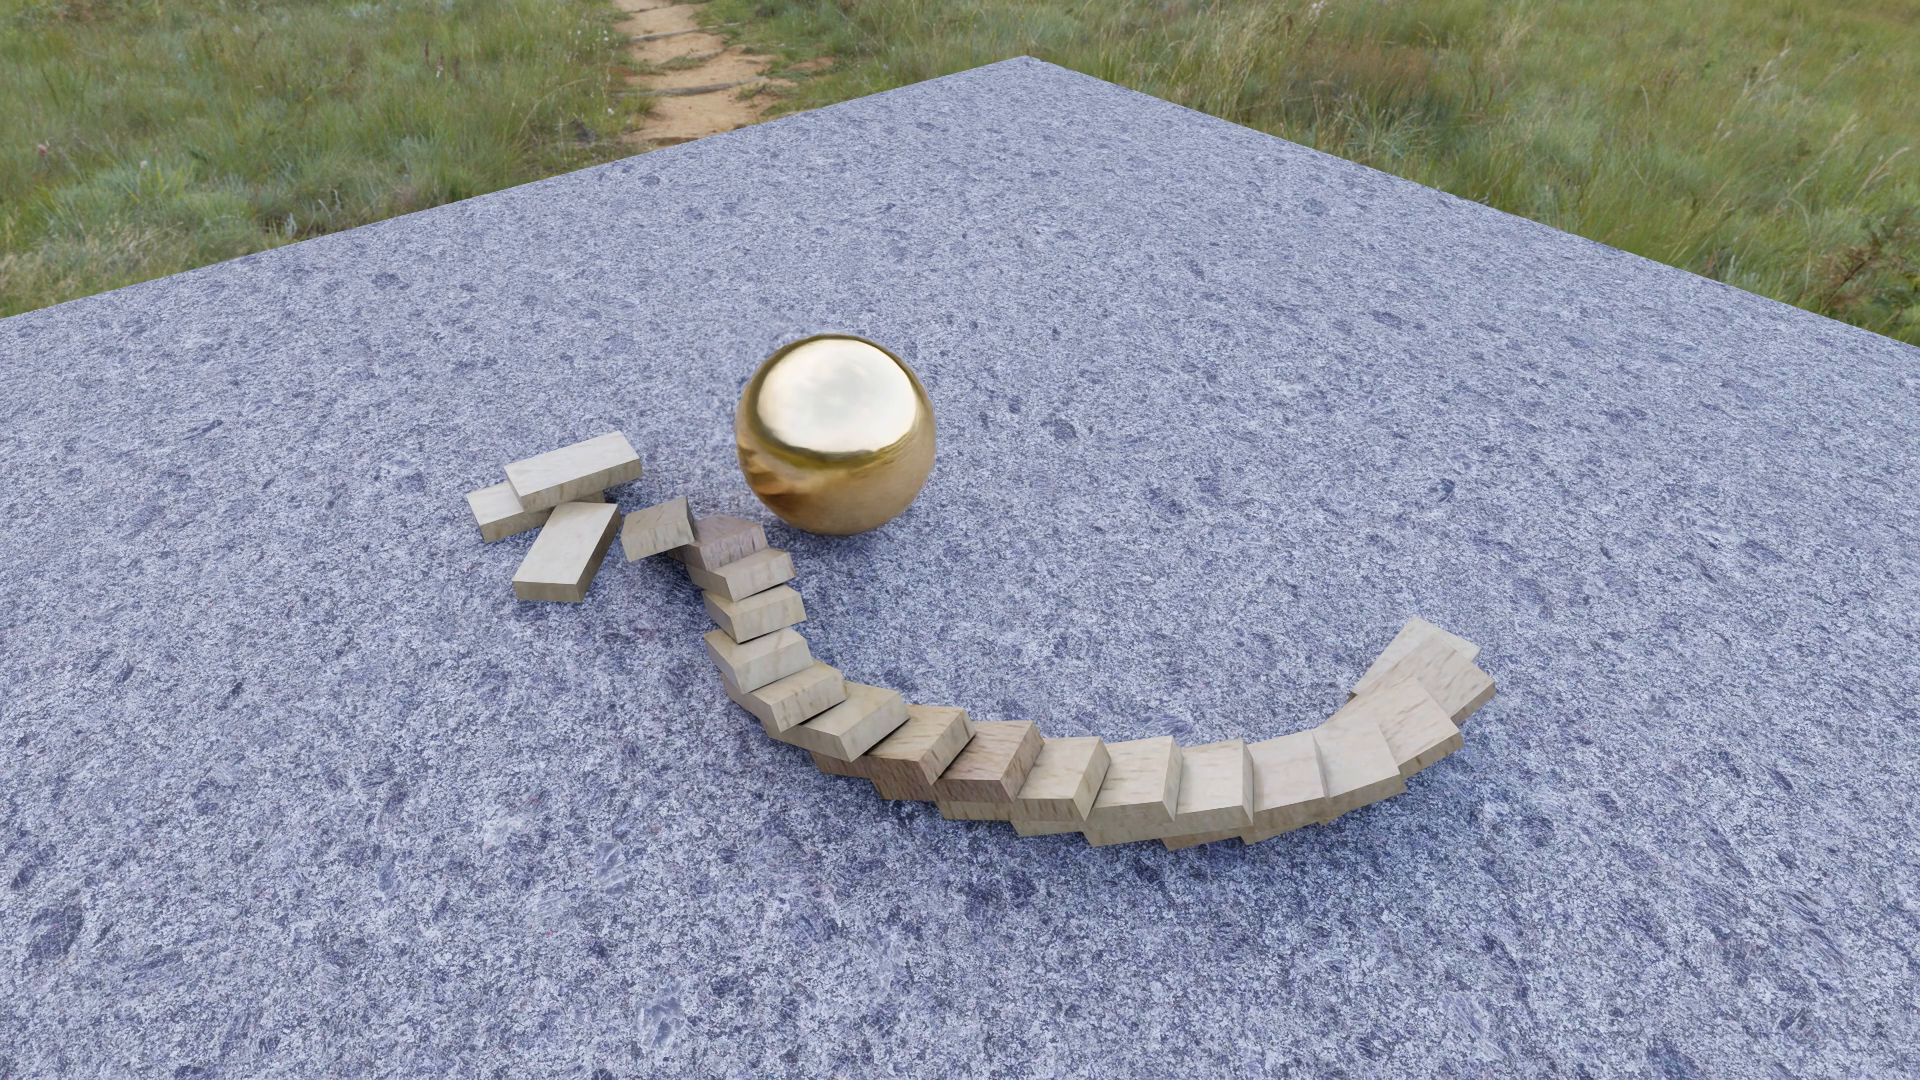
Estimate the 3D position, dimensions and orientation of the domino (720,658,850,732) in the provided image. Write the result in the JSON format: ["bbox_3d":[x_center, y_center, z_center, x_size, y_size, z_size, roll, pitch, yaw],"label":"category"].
[{"bbox_3d":[-0.059,0.048,0.366,0.025,0.009,0.050,-24,17,-26],"label":"domino"}]

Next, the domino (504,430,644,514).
[{"bbox_3d":[-0.163,-0.029,0.464,0.050,0.009,0.025,-22,44,-25],"label":"domino"}]

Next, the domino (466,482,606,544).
[{"bbox_3d":[-0.179,-0.017,0.464,0.050,0.009,0.025,-22,44,-24],"label":"domino"}]

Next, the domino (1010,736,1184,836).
[{"bbox_3d":[0.041,0.075,0.334,0.050,0.010,0.025,-14,32,28],"label":"domino"}]

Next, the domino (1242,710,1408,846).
[{"bbox_3d":[0.107,0.073,0.337,0.050,0.010,0.025,-24,37,15],"label":"domino"}]

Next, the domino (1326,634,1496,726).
[{"bbox_3d":[0.145,0.056,0.358,0.050,0.010,0.025,-39,47,-2],"label":"domino"}]

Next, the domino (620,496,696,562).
[{"bbox_3d":[-0.118,-0.005,0.430,0.025,0.009,0.050,-18,15,-10],"label":"domino"}]

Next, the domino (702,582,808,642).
[{"bbox_3d":[-0.075,0.023,0.397,0.025,0.009,0.050,-18,15,-21],"label":"domino"}]

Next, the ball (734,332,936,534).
[{"bbox_3d":[-0.050,-0.042,0.439,0.080,0.080,0.080,0,39,0],"label":"ball"}]

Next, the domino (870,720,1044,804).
[{"bbox_3d":[-0.001,0.069,0.342,0.050,0.009,0.025,-8,30,36],"label":"domino"}]

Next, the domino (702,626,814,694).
[{"bbox_3d":[-0.070,0.038,0.379,0.025,0.010,0.050,-21,16,-20],"label":"domino"}]

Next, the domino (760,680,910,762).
[{"bbox_3d":[-0.042,0.057,0.356,0.025,0.009,0.050,-33,21,-34],"label":"domino"}]

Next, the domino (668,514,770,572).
[{"bbox_3d":[-0.095,0.000,0.425,0.025,0.009,0.050,-23,17,-26],"label":"domino"}]

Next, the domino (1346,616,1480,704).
[{"bbox_3d":[0.159,0.048,0.384,0.025,0.010,0.050,29,48,31],"label":"domino"}]

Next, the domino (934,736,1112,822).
[{"bbox_3d":[0.019,0.073,0.337,0.050,0.009,0.025,-9,31,35],"label":"domino"}]

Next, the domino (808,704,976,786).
[{"bbox_3d":[-0.022,0.064,0.348,0.050,0.010,0.025,-5,29,42],"label":"domino"}]

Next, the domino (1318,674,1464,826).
[{"bbox_3d":[0.128,0.066,0.345,0.050,0.010,0.025,-32,42,6],"label":"domino"}]

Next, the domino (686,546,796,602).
[{"bbox_3d":[-0.083,0.011,0.413,0.025,0.009,0.050,-23,17,-26],"label":"domino"}]

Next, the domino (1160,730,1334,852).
[{"bbox_3d":[0.085,0.076,0.333,0.050,0.010,0.025,-19,35,21],"label":"domino"}]

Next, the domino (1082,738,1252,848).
[{"bbox_3d":[0.062,0.077,0.333,0.050,0.009,0.025,-16,33,25],"label":"domino"}]

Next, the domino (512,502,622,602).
[{"bbox_3d":[-0.156,0.004,0.439,0.025,0.010,0.050,3,39,4],"label":"domino"}]
